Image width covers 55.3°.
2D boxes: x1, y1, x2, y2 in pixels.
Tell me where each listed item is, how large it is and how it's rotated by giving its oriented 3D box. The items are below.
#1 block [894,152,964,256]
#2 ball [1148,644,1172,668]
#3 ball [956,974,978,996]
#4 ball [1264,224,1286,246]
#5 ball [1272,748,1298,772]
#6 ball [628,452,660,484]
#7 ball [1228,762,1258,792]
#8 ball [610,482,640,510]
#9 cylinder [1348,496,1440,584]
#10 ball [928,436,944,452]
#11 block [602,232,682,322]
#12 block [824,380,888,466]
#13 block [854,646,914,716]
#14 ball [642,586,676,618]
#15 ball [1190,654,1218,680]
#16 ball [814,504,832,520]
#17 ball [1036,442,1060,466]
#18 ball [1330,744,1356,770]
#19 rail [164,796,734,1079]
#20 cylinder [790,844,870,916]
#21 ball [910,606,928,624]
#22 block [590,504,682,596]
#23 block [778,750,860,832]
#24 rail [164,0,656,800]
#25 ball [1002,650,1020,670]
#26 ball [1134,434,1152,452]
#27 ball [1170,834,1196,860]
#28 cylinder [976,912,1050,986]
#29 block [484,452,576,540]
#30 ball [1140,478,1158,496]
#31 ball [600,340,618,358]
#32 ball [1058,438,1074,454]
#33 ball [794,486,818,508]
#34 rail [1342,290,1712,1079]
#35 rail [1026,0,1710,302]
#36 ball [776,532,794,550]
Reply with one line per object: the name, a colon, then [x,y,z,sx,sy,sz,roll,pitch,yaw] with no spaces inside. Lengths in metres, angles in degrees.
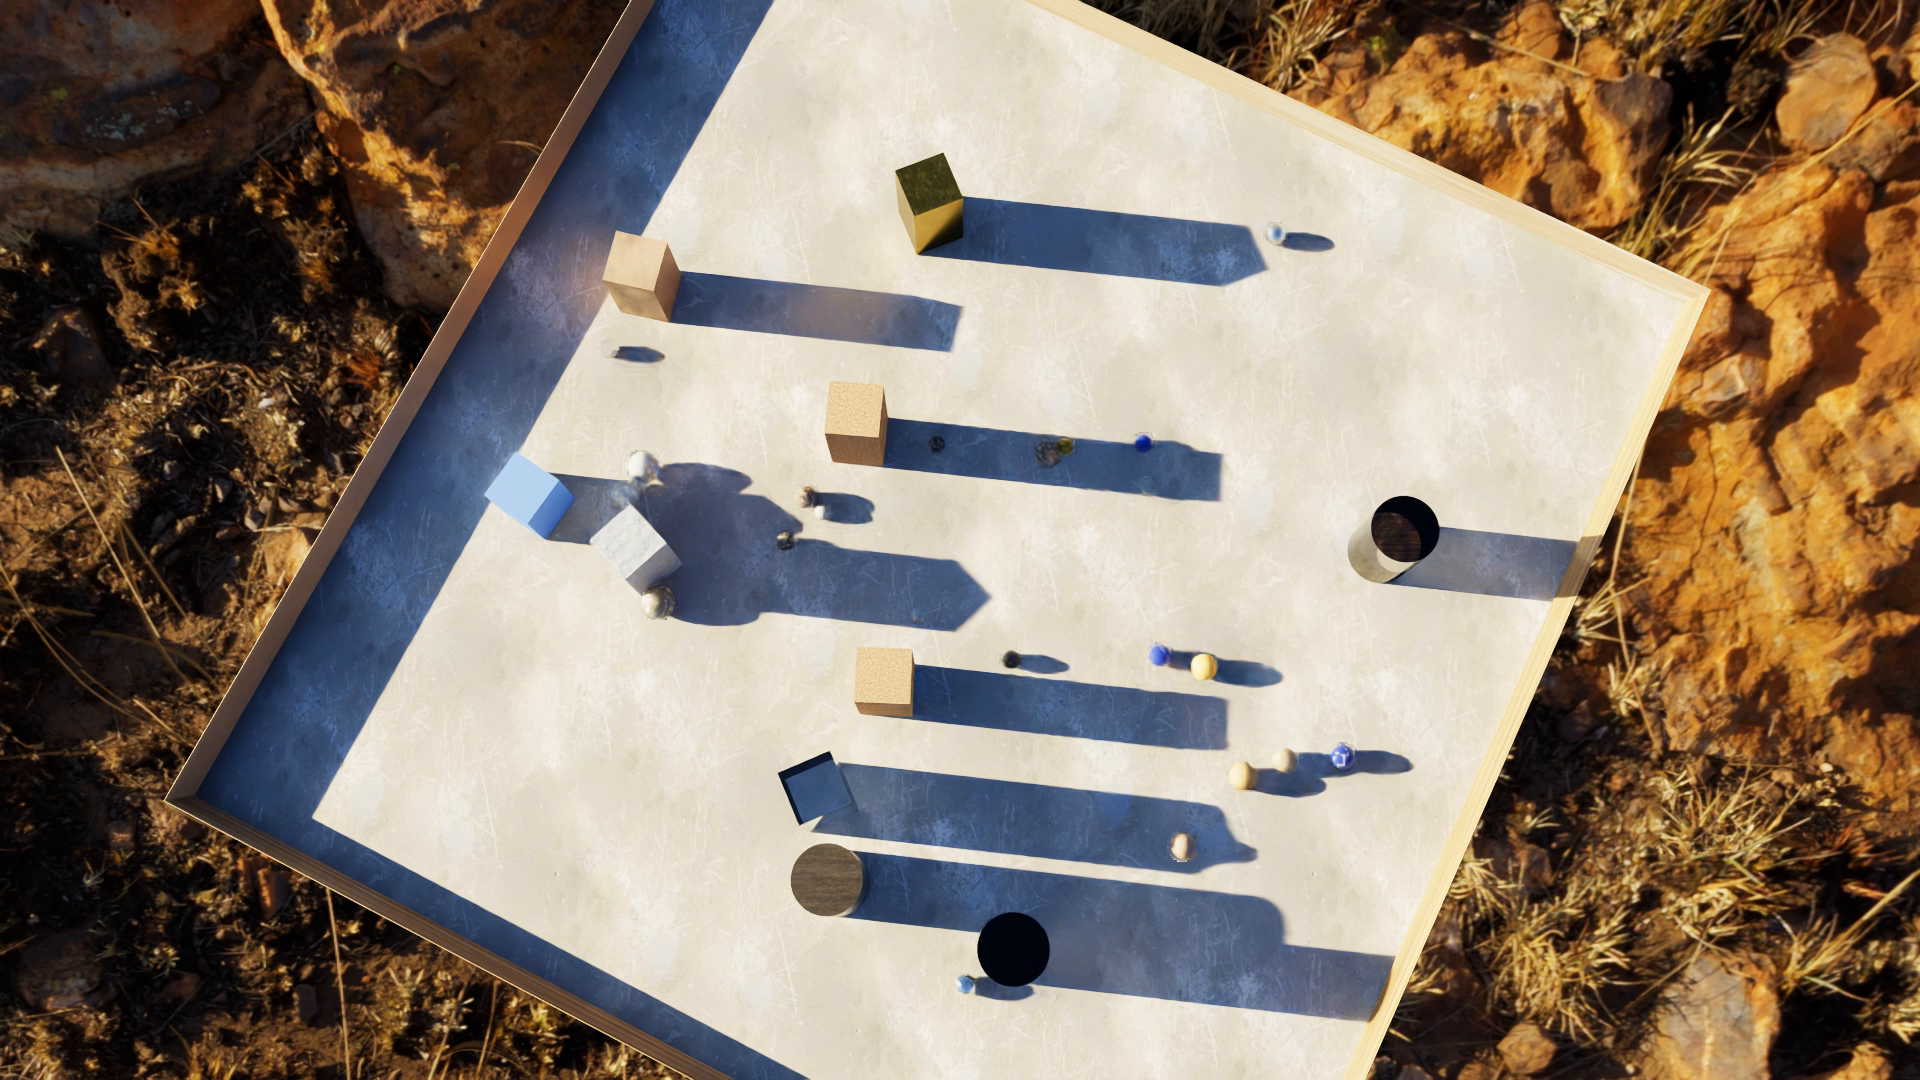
block: [-0.093,-1.036,5.665,0.158,0.326,0.158,-21,79,-4]
ball: [0.602,0.348,5.510,0.067,0.067,0.067,0,78,0]
ball: [0.019,1.291,5.316,0.066,0.066,0.066,0,78,0]
ball: [0.995,-0.962,5.782,0.066,0.066,0.066,0,78,0]
ball: [0.965,0.654,5.443,0.075,0.075,0.075,0,78,0]
ball: [-0.966,-0.222,5.603,0.097,0.097,0.097,0,78,0]
ball: [0.838,0.701,5.428,0.085,0.085,0.085,0,78,0]
ball: [-1.025,-0.135,5.598,0.090,0.090,0.090,0,78,0]
cylinder: [1.284,0.002,5.447,0.198,0.331,0.198,0,78,0]
ball: [-0.072,-0.295,5.652,0.050,0.050,0.050,0,78,0]
block: [-0.973,-0.805,5.631,0.158,0.299,0.158,13,79,3]
block: [-0.309,-0.346,5.510,0.158,0.350,0.158,5,78,1]
block: [-0.218,0.417,5.368,0.158,0.317,0.158,2,78,0]
ball: [-0.909,0.187,5.527,0.099,0.099,0.099,0,78,0]
ball: [0.733,0.382,5.496,0.082,0.082,0.082,0,78,0]
ball: [-0.420,-0.086,5.608,0.051,0.051,0.051,0,78,0]
ball: [0.269,-0.266,5.633,0.076,0.076,0.076,0,78,0]
ball: [1.139,0.645,5.446,0.073,0.073,0.073,0,78,0]
rail: [-0.765,1.505,5.238,3.445,0.129,0.045,26,80,5]
cylinder: [-0.364,0.969,5.205,0.198,0.413,0.198,0,78,0]
ball: [-0.125,0.227,5.544,0.051,0.051,0.051,0,78,0]
block: [-0.959,0.037,5.446,0.158,0.319,0.158,-42,81,-8]
block: [-0.404,0.727,5.272,0.158,0.381,0.158,-23,79,-5]
rail: [-1.519,-0.737,5.702,0.045,0.129,3.469,26,80,5]
ball: [0.154,0.360,5.512,0.058,0.058,0.058,0,78,0]
ball: [0.566,-0.298,5.651,0.053,0.053,0.053,0,78,0]
ball: [0.655,0.901,5.391,0.077,0.077,0.077,0,78,0]
cylinder: [0.145,1.151,5.167,0.198,0.414,0.198,0,78,0]
block: [-1.293,-0.131,5.522,0.158,0.239,0.158,33,80,6]
ball: [0.582,-0.164,5.623,0.055,0.055,0.055,0,78,0]
ball: [-1.094,-0.596,5.711,0.057,0.057,0.057,0,78,0]
ball: [0.324,-0.289,5.651,0.050,0.050,0.050,0,78,0]
ball: [-0.470,-0.131,5.607,0.071,0.071,0.071,0,78,0]
rail: [1.519,0.751,5.394,0.045,0.129,3.469,26,80,5]
rail: [0.765,-1.492,5.859,3.445,0.129,0.045,26,80,5]
ball: [-0.531,0.006,5.587,0.055,0.055,0.055,0,78,0]
